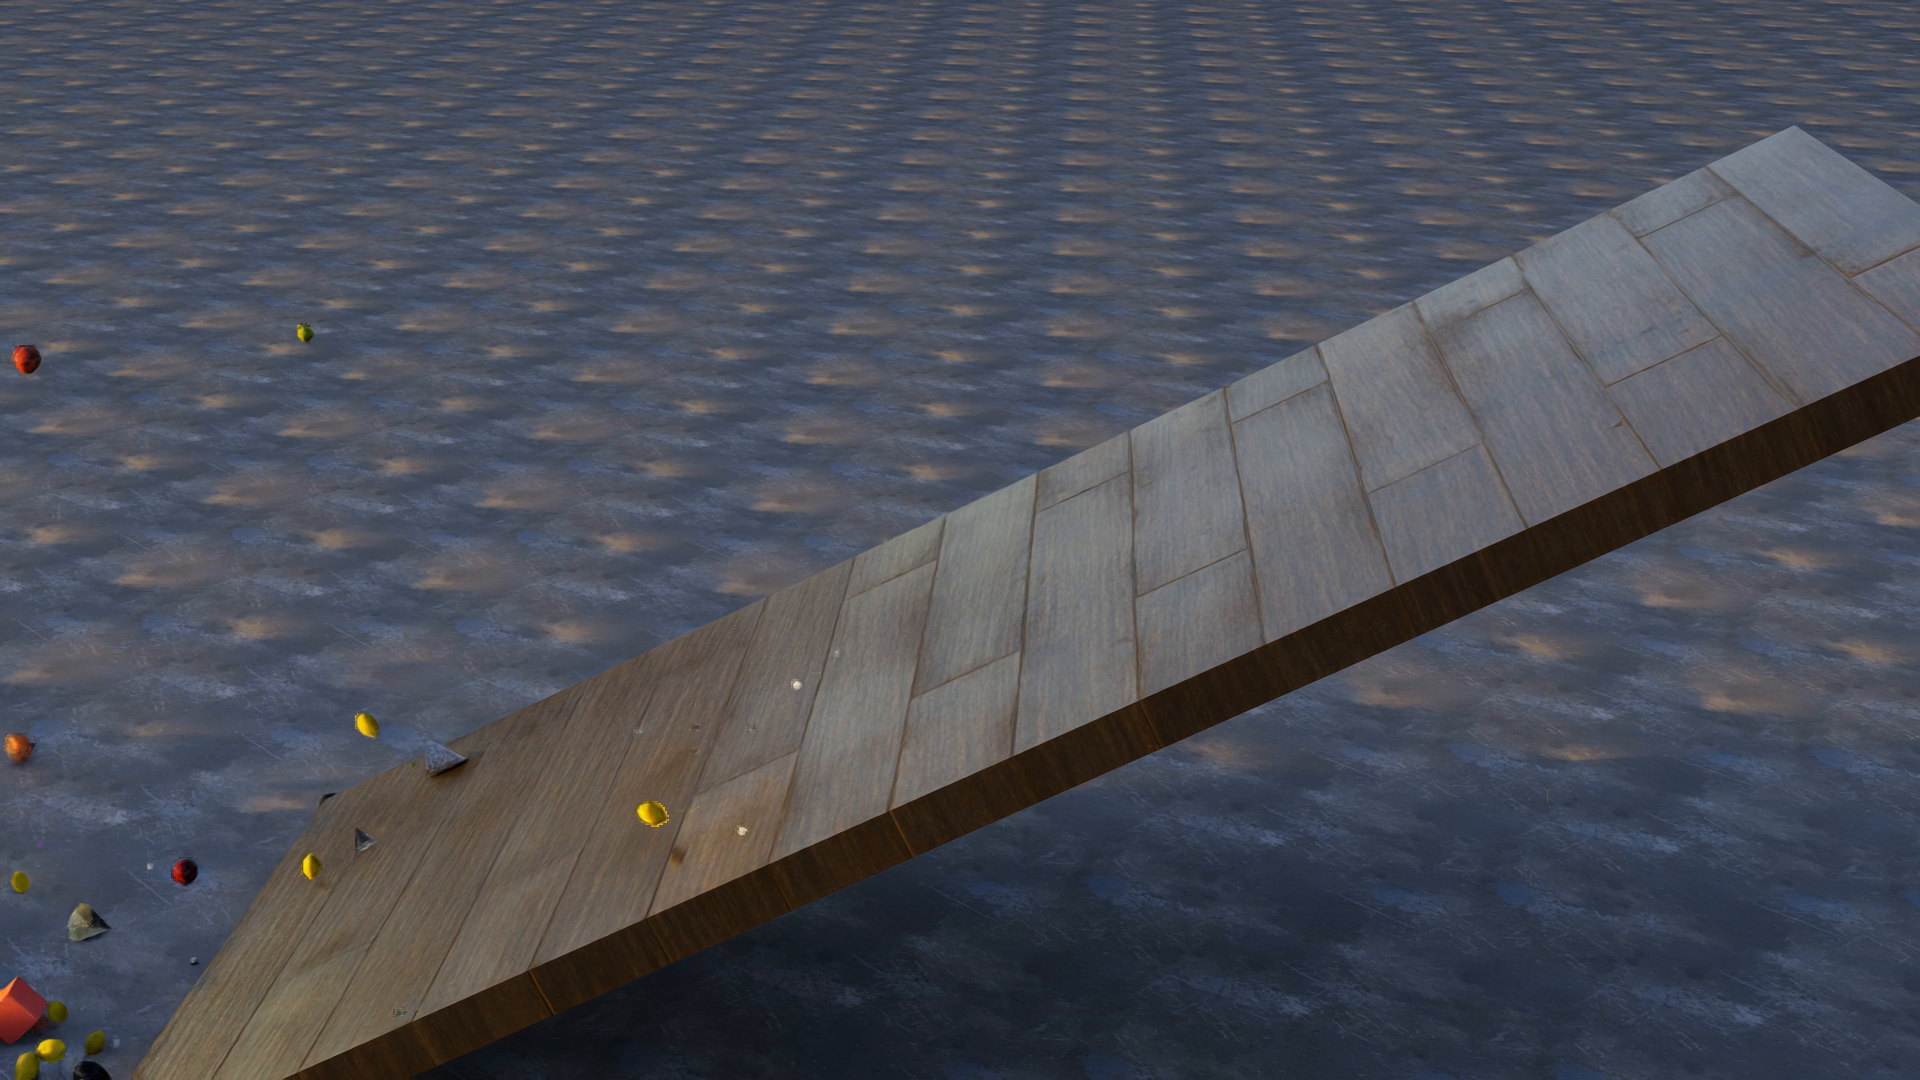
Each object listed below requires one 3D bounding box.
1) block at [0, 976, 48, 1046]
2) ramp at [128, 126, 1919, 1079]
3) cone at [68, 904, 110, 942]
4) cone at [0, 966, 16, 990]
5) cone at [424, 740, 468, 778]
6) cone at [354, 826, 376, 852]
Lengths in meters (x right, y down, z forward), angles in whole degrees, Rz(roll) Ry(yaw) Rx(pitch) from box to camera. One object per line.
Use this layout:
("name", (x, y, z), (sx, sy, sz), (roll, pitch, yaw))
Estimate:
("block", (-2.062, 1.027, 6.412), (0.088, 0.088, 0.088), (-42, 15, 10))
("ramp", (0.137, 0.168, 6.281), (4.000, 0.100, 2.000), (-25, 13, 9))
("cone", (-2.045, 0.912, 6.960), (0.090, 0.090, 0.090), (15, -5, 42))
("cone", (-2.178, 0.998, 6.692), (0.052, 0.052, 0.052), (-6, -9, -21))
("cone", (-1.259, 0.539, 7.234), (0.096, 0.096, 0.096), (1, 16, 1))
("cone", (-1.408, 0.695, 6.904), (0.055, 0.055, 0.055), (-25, 13, 6))
